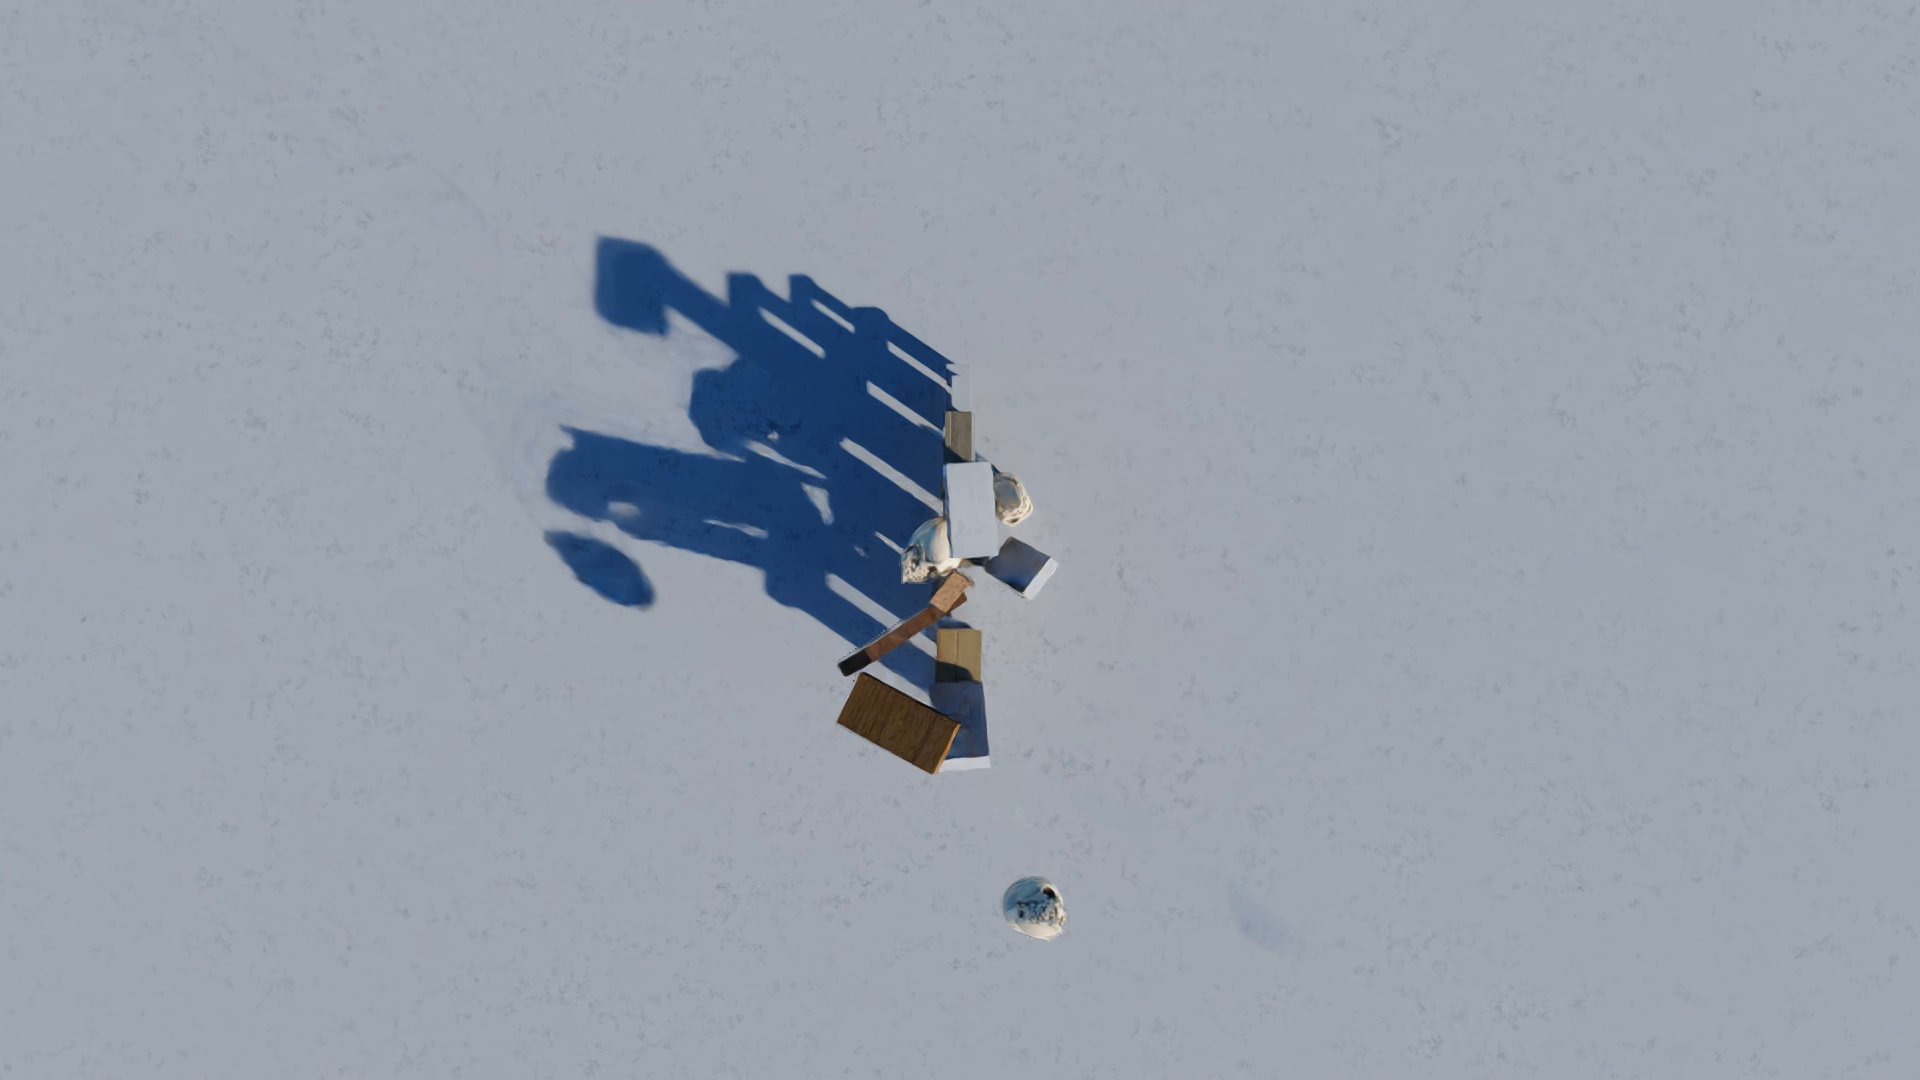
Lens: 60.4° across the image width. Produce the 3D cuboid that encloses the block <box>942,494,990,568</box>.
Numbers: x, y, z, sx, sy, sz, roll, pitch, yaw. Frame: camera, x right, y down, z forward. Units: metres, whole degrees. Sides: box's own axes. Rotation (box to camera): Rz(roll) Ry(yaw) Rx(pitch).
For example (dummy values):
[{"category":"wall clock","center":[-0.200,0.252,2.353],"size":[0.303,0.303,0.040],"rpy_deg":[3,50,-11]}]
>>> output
[{"category":"block","center":[0.018,-0.052,5.202],"size":[0.138,0.039,0.275],"rpy_deg":[-3,90,-2]}]

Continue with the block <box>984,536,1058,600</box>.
[{"category":"block","center":[0.185,0.084,5.057],"size":[0.039,0.278,0.139],"rpy_deg":[40,85,-28]}]

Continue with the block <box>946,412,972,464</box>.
[{"category":"block","center":[-0.005,-0.315,5.094],"size":[0.082,0.023,0.164],"rpy_deg":[0,90,0]}]

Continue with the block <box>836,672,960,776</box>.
[{"category":"block","center":[-0.182,0.543,4.891],"size":[0.335,0.047,0.167],"rpy_deg":[27,93,15]}]

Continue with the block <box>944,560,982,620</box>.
[{"category":"block","center":[0.010,0.155,5.287],"size":[0.099,0.028,0.198],"rpy_deg":[-6,89,0]}]

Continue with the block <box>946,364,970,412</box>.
[{"category":"block","center":[-0.005,-0.490,5.333],"size":[0.078,0.022,0.156],"rpy_deg":[0,90,0]}]

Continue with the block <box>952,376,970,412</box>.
[{"category":"block","center":[0.003,-0.460,5.198],"size":[0.058,0.016,0.116],"rpy_deg":[0,90,0]}]

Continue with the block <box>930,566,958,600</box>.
[{"category":"block","center":[-0.050,0.139,5.174],"size":[0.061,0.211,0.017],"rpy_deg":[4,115,5]}]

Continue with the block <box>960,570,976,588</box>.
[{"category":"block","center":[0.021,0.121,5.124],"size":[0.061,0.122,0.017],"rpy_deg":[40,92,1]}]

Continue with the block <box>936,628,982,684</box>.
[{"category":"block","center":[-0.005,0.424,5.194],"size":[0.143,0.040,0.285],"rpy_deg":[1,90,0]}]

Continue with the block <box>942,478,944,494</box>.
[{"category":"block","center":[0.018,-0.176,5.041],"size":[0.139,0.278,0.039],"rpy_deg":[-3,88,-3]}]

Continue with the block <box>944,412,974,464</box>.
[{"category":"block","center":[-0.003,-0.307,5.284],"size":[0.101,0.029,0.202],"rpy_deg":[0,90,0]}]

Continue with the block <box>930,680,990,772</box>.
[{"category":"block","center":[-0.003,0.563,5.027],"size":[0.167,0.335,0.047],"rpy_deg":[-5,128,0]}]

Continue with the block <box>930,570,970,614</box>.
[{"category":"block","center":[-0.030,0.158,5.061],"size":[0.061,0.017,0.122],"rpy_deg":[38,101,-2]}]

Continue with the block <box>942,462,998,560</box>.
[{"category":"block","center":[0.031,-0.087,4.863],"size":[0.139,0.039,0.278],"rpy_deg":[-3,87,-15]}]

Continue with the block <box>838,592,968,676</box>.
[{"category":"block","center":[-0.174,0.284,5.113],"size":[0.434,0.167,0.047],"rpy_deg":[-32,90,-39]}]

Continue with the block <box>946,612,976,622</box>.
[{"category":"block","center":[0.005,0.234,5.400],"size":[0.099,0.198,0.028],"rpy_deg":[12,81,0]}]

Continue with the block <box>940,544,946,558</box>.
[{"category":"block","center":[0.008,0.033,5.360],"size":[0.138,0.275,0.039],"rpy_deg":[-3,91,-2]}]

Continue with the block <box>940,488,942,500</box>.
[{"category":"block","center":[0.005,-0.149,5.359],"size":[0.138,0.275,0.039],"rpy_deg":[-1,92,-2]}]
